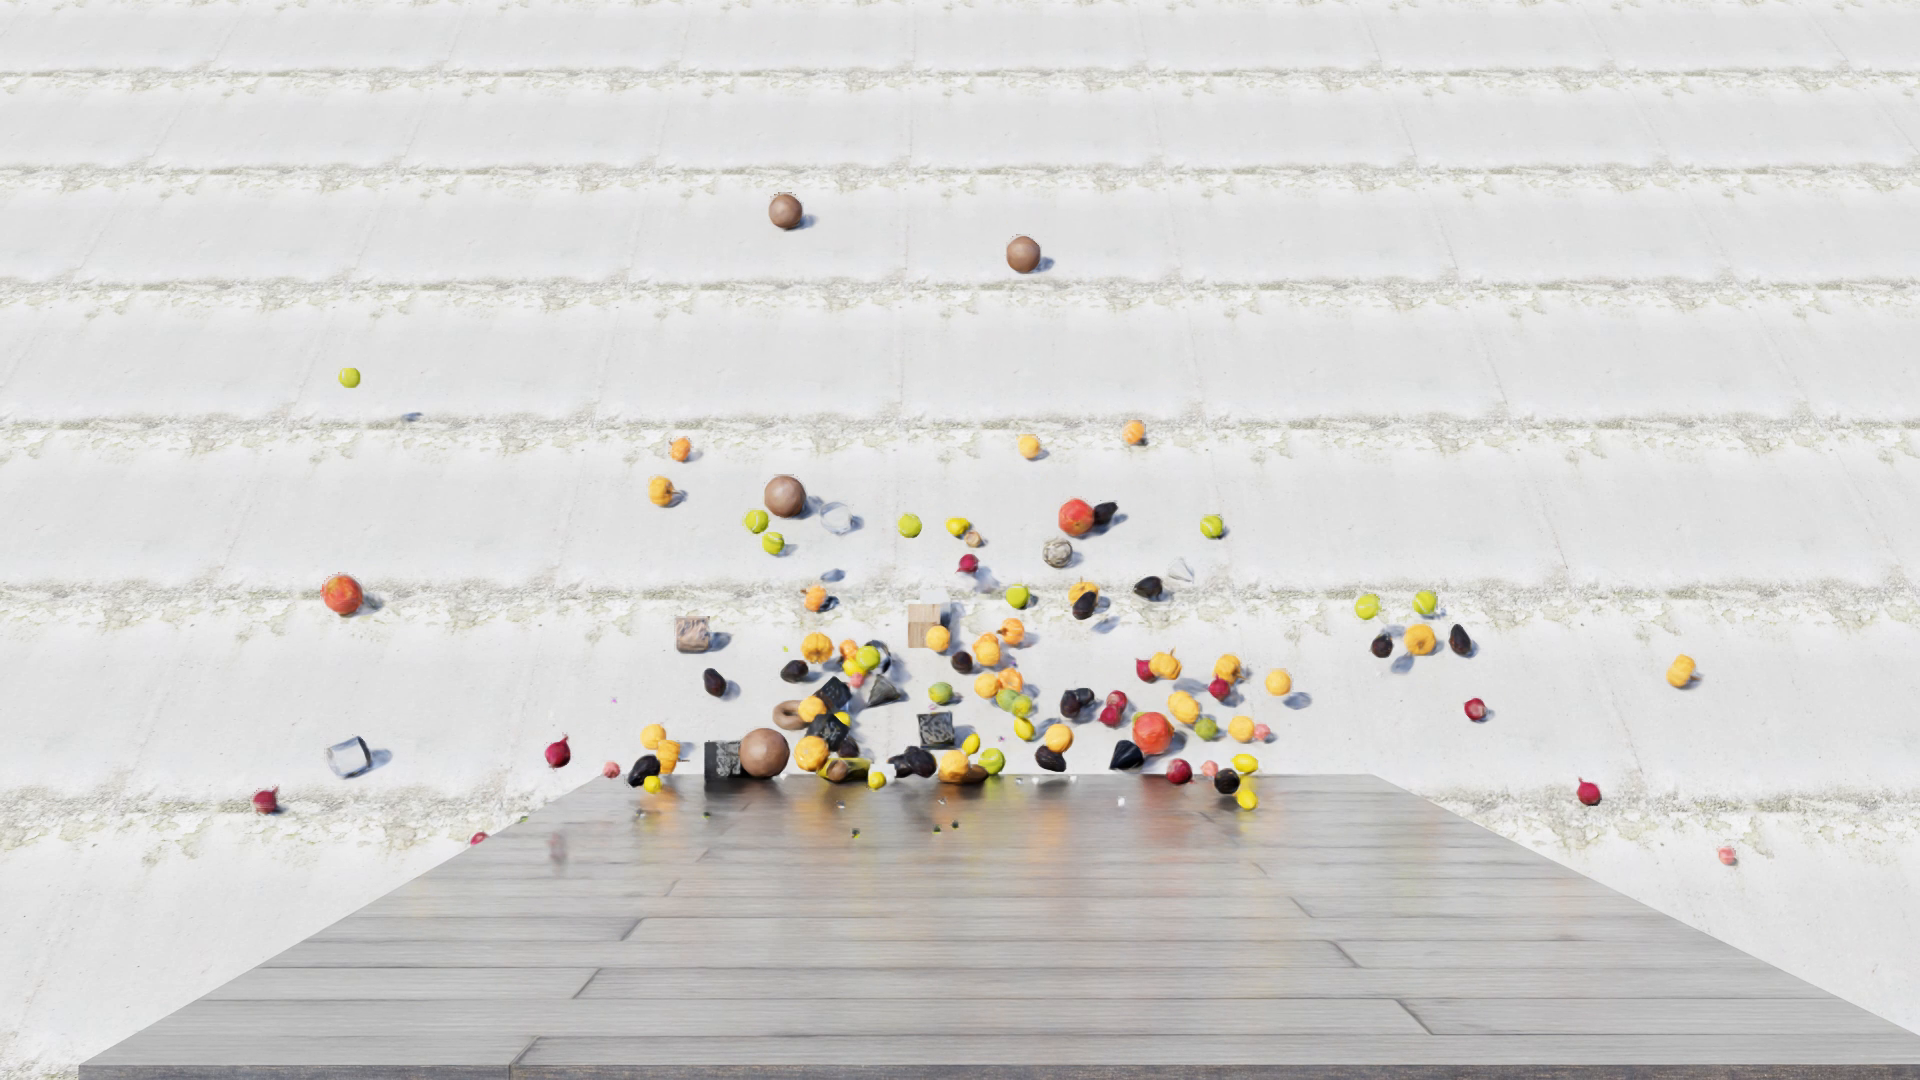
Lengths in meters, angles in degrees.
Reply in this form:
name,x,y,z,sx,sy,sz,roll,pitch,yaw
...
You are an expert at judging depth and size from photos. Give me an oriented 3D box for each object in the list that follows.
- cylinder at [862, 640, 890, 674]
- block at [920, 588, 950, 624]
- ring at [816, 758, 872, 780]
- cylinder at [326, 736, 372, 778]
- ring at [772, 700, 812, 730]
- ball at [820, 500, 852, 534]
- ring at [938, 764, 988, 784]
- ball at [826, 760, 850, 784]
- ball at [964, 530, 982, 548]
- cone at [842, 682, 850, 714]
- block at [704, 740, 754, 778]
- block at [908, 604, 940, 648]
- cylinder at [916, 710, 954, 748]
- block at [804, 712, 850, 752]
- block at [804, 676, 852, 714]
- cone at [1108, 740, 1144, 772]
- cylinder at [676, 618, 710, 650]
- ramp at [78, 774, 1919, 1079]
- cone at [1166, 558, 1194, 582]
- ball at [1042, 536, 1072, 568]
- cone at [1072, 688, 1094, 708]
name,x,y,z,sx,sy,sz,roll,pitch,yaw
cylinder,-0.234,0.328,7.244,0.076,0.076,0.076,-1,21,-2
block,-0.071,0.193,7.472,0.074,0.074,0.074,-7,33,-11
ring,-0.291,0.582,6.594,0.148,0.049,0.148,-1,0,0
cylinder,-1.617,0.574,6.855,0.088,0.088,0.088,-22,38,-31
ring,-0.457,0.476,7.058,0.113,0.038,0.113,-1,33,0
ball,-0.377,-0.070,7.867,0.098,0.098,0.098,0,32,0
ring,0.008,0.582,6.455,0.128,0.043,0.128,1,-1,0
ball,-0.303,0.574,6.437,0.058,0.058,0.058,0,32,0
ball,0.039,-0.003,7.804,0.052,0.052,0.052,0,32,0
cone,-0.321,0.443,7.111,0.080,0.080,0.080,-18,63,-26
block,-0.592,0.561,6.635,0.091,0.091,0.091,-1,-1,41
block,-0.103,0.243,7.377,0.090,0.090,0.090,0,32,0
cylinder,-0.064,0.508,6.947,0.092,0.092,0.092,-7,33,-1
block,-0.356,0.514,6.916,0.073,0.073,0.073,-11,43,52
block,-0.357,0.433,7.055,0.077,0.077,0.077,49,38,-1
cone,0.415,0.586,6.796,0.095,0.095,0.095,23,33,32
cylinder,-0.756,0.266,7.331,0.090,0.090,0.090,-2,32,-2
ramp,0.072,0.630,4.726,2.000,0.100,4.000,0,-1,0
cone,0.661,0.101,7.648,0.072,0.072,0.072,40,46,18
ball,0.289,0.037,7.703,0.093,0.093,0.093,0,32,0
cone,0.335,0.443,7.063,0.061,0.061,0.061,3,23,5
